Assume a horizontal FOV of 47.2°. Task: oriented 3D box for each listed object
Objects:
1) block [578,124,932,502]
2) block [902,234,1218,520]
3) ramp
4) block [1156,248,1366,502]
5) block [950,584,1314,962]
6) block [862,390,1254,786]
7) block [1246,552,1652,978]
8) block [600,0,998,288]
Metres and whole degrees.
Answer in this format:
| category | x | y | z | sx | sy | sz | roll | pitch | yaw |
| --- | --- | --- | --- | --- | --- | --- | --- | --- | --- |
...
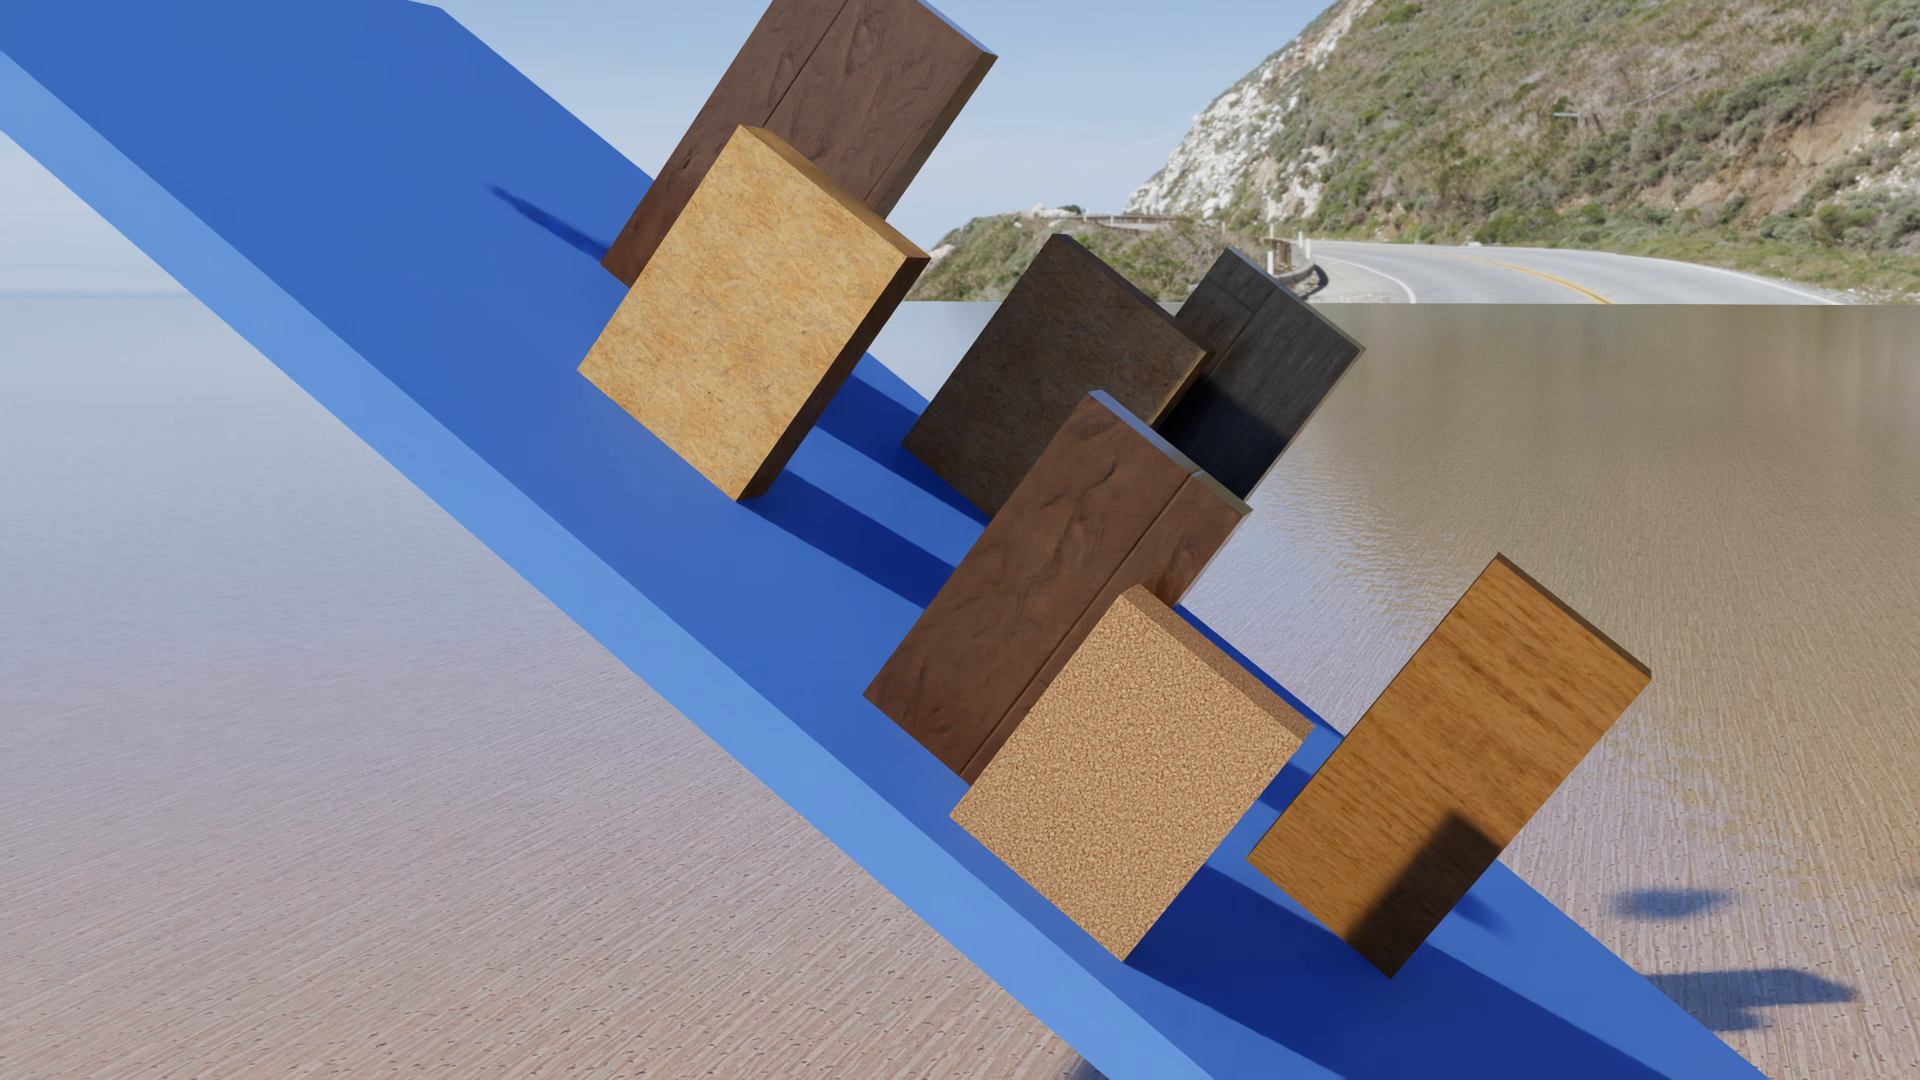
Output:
| category | x | y | z | sx | sy | sz | roll | pitch | yaw |
| --- | --- | --- | --- | --- | --- | --- | --- | --- | --- |
| block | -0.350 | -0.381 | 3.716 | 0.361 | 0.508 | 0.133 | 39 | 16 | 9 |
| block | 0.203 | -0.295 | 4.573 | 0.398 | 0.547 | 0.129 | 39 | 16 | 9 |
| ramp | -0.052 | 0.112 | 4.064 | 4.000 | 0.100 | 2.000 | 39 | 16 | 9 |
| block | 0.518 | -0.244 | 4.799 | 0.360 | 0.707 | 0.106 | 39 | 16 | 9 |
| block | 0.242 | 0.328 | 3.122 | 0.320 | 0.414 | 0.118 | 39 | 16 | 9 |
| block | 0.140 | 0.095 | 3.265 | 0.287 | 0.579 | 0.087 | 39 | 16 | 9 |
| block | 0.818 | 0.382 | 3.712 | 0.314 | 0.672 | 0.097 | 39 | 16 | 9 |
| block | -0.320 | -0.733 | 4.269 | 0.399 | 0.788 | 0.105 | 39 | 16 | 9 |
